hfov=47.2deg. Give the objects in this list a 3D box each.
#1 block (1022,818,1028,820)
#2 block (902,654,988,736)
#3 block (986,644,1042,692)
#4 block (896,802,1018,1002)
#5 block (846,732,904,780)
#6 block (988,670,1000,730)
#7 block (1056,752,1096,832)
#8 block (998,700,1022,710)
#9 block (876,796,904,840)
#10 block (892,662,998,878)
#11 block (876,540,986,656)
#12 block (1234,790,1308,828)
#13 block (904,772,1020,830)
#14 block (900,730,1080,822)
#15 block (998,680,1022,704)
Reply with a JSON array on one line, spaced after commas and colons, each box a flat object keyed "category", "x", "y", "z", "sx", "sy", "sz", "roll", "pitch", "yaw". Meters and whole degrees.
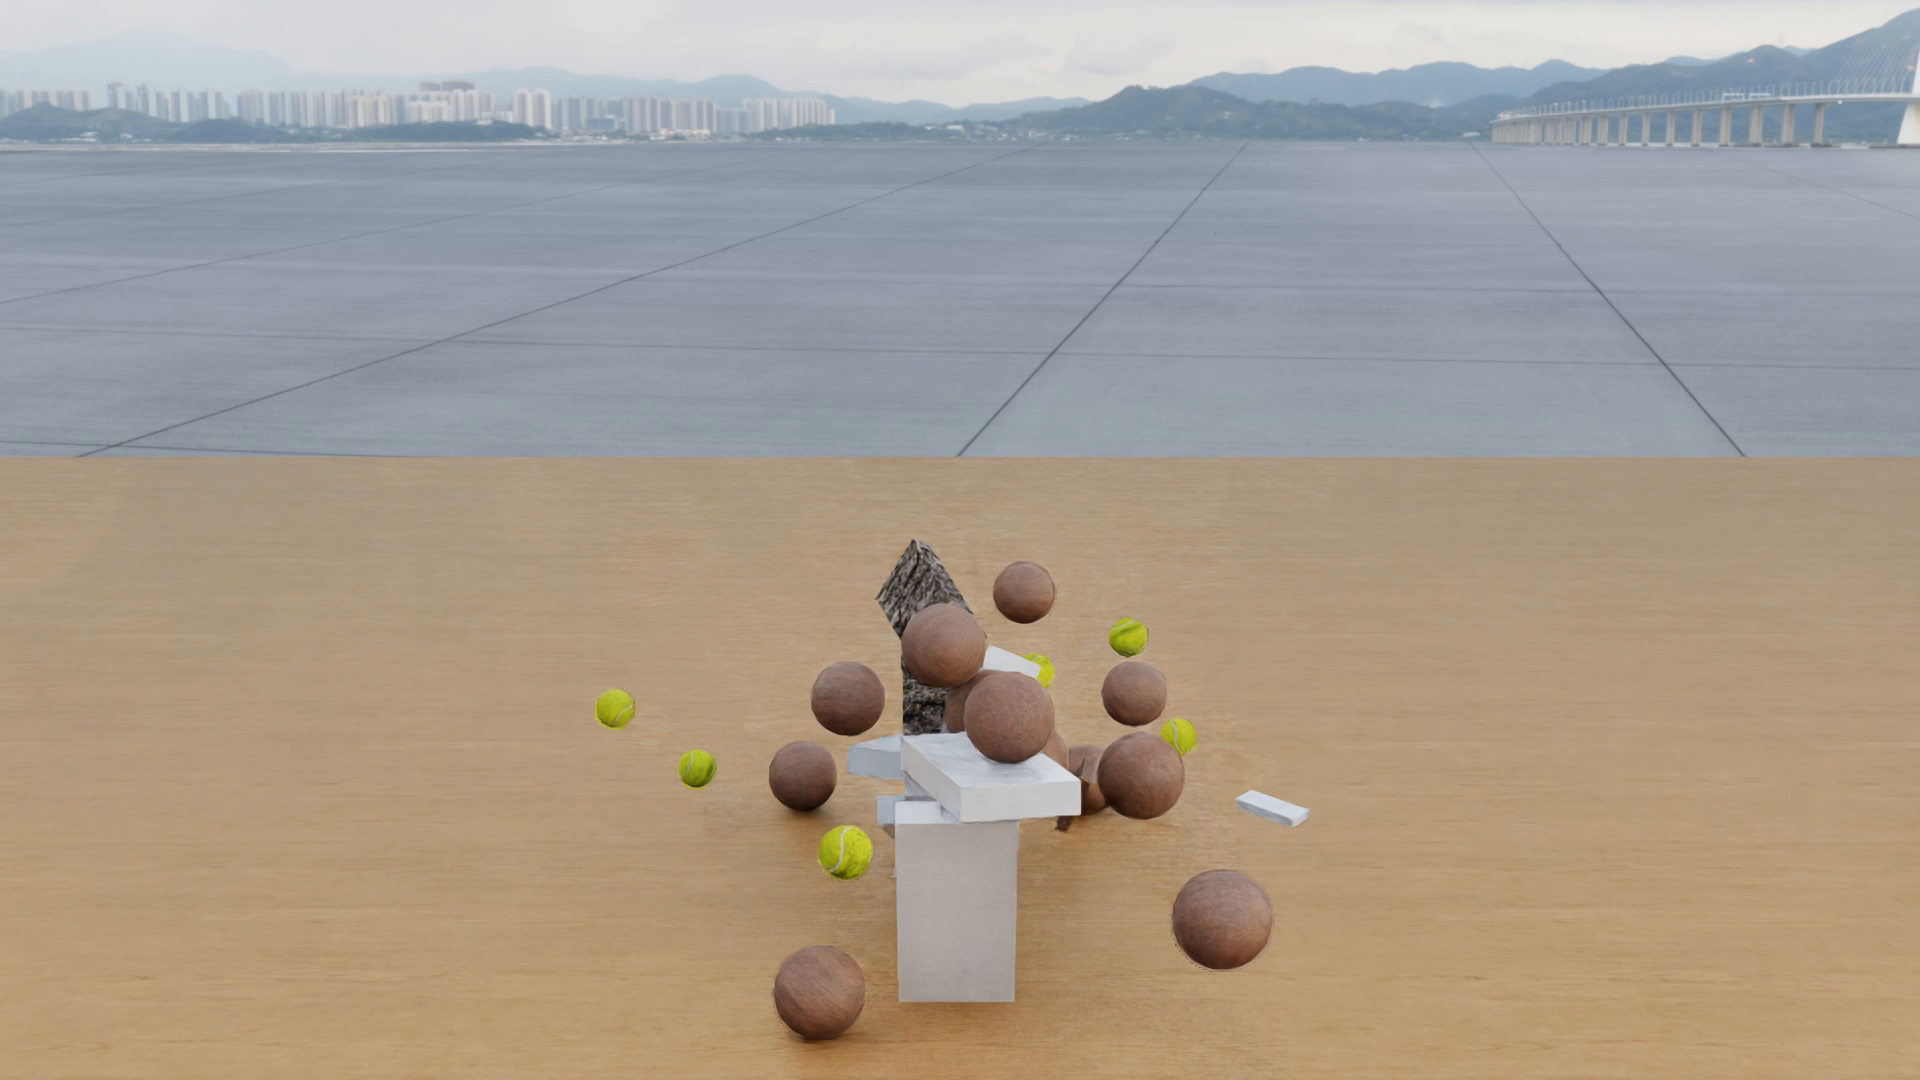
[{"category": "block", "x": 0.019, "y": 0.459, "z": 3.913, "sx": 0.164, "sy": 0.046, "sz": 0.328, "roll": 10, "pitch": -7, "yaw": -7}, {"category": "block", "x": -0.022, "y": 0.356, "z": 3.492, "sx": 0.134, "sy": 0.347, "sz": 0.038, "roll": -2, "pitch": -15, "yaw": 0}, {"category": "block", "x": 0.083, "y": 0.211, "z": 3.612, "sx": 0.093, "sy": 0.046, "sz": 0.013, "roll": 23, "pitch": -13, "yaw": -10}, {"category": "block", "x": -0.005, "y": 0.520, "z": 3.140, "sx": 0.169, "sy": 0.338, "sz": 0.048, "roll": 0, "pitch": 33, "yaw": 0}, {"category": "block", "x": -0.050, "y": 0.366, "z": 3.740, "sx": 0.164, "sy": 0.046, "sz": 0.328, "roll": 5, "pitch": 2, "yaw": 21}, {"category": "block", "x": -0.012, "y": 0.339, "z": 3.538, "sx": 0.134, "sy": 0.268, "sz": 0.038, "roll": 4, "pitch": -16, "yaw": 1}, {"category": "block", "x": 0.169, "y": 0.367, "z": 3.196, "sx": 0.016, "sy": 0.113, "sz": 0.056, "roll": 20, "pitch": 39, "yaw": -2}, {"category": "block", "x": 0.052, "y": 0.271, "z": 3.714, "sx": 0.093, "sy": 0.013, "sz": 0.046, "roll": 12, "pitch": -2, "yaw": -30}, {"category": "block", "x": -0.032, "y": 0.481, "z": 3.721, "sx": 0.164, "sy": 0.046, "sz": 0.328, "roll": -1, "pitch": -16, "yaw": 8}, {"category": "block", "x": -0.023, "y": 0.368, "z": 3.460, "sx": 0.056, "sy": 0.358, "sz": 0.016, "roll": 18, "pitch": -15, "yaw": 4}, {"category": "block", "x": -0.054, "y": 0.133, "z": 3.857, "sx": 0.038, "sy": 0.134, "sz": 0.268, "roll": 17, "pitch": 26, "yaw": -36}, {"category": "block", "x": 0.539, "y": 0.465, "z": 3.806, "sx": 0.112, "sy": 0.016, "sz": 0.056, "roll": 17, "pitch": 20, "yaw": 32}, {"category": "block", "x": -0.001, "y": 0.489, "z": 3.337, "sx": 0.169, "sy": 0.338, "sz": 0.048, "roll": -1, "pitch": 39, "yaw": -3}, {"category": "block", "x": 0.038, "y": 0.332, "z": 3.131, "sx": 0.169, "sy": 0.048, "sz": 0.338, "roll": -2, "pitch": 7, "yaw": -15}, {"category": "block", "x": 0.057, "y": 0.240, "z": 3.644, "sx": 0.093, "sy": 0.046, "sz": 0.013, "roll": 17, "pitch": 34, "yaw": -29}]
